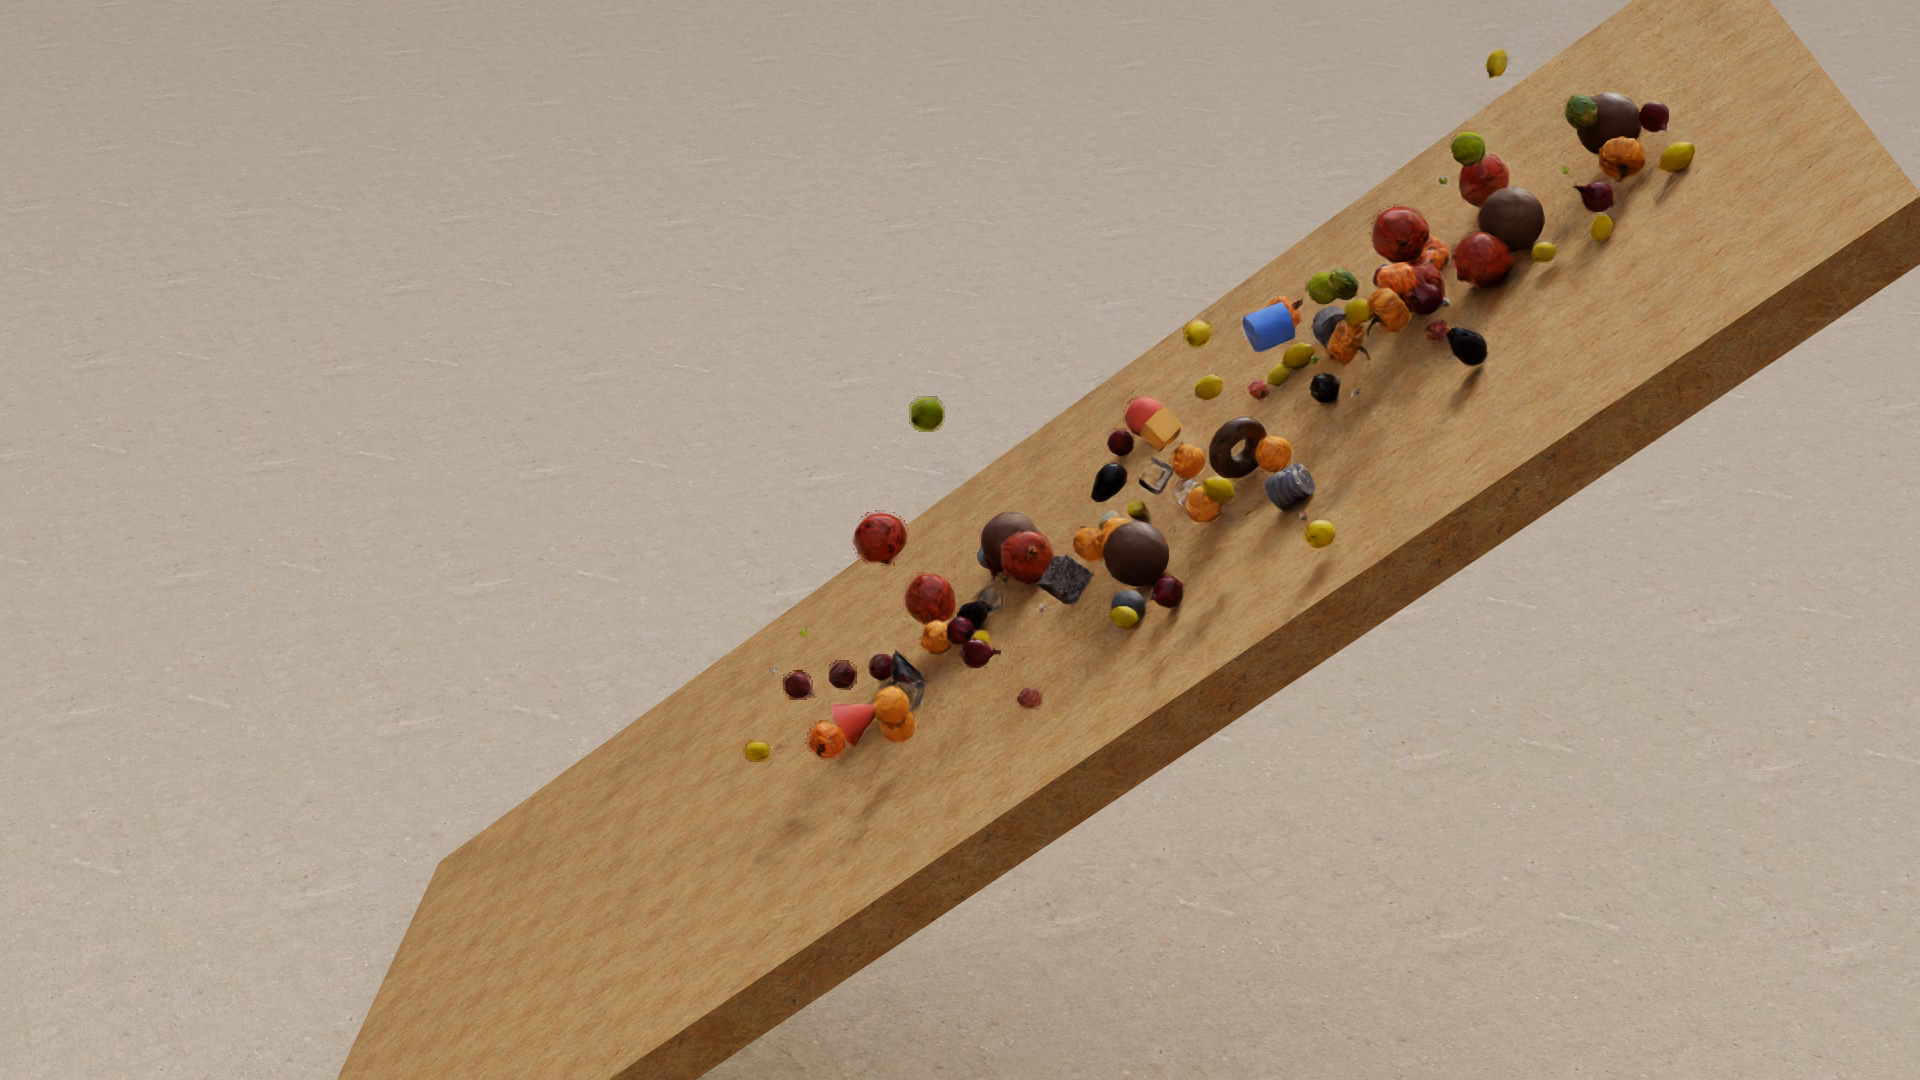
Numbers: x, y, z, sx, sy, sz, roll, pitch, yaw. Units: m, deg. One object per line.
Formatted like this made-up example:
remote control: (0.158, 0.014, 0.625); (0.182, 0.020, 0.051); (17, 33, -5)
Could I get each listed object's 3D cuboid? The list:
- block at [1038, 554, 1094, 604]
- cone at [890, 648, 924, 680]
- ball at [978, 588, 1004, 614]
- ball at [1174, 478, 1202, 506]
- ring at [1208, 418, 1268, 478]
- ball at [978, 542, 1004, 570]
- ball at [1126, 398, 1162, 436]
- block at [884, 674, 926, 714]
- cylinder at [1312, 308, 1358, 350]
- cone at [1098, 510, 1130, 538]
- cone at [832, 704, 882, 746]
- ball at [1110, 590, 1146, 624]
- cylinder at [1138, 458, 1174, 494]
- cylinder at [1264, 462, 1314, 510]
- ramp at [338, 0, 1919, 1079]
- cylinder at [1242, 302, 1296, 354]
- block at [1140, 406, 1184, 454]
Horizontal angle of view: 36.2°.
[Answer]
block: (0.210, 0.079, 5.863); (0.069, 0.069, 0.069); (35, -11, -13)
cone: (-0.126, 0.267, 6.261); (0.078, 0.078, 0.078); (-19, 10, 4)
ball: (0.066, 0.130, 6.323); (0.056, 0.056, 0.056); (0, 23, 0)
ball: (0.465, -0.097, 6.006); (0.058, 0.058, 0.058); (0, 23, 0)
ring: (0.556, -0.184, 5.883); (0.134, 0.134, 0.045); (-13, 33, -27)
ball: (0.068, 0.036, 6.569); (0.060, 0.060, 0.060); (0, 23, 0)
ball: (0.414, -0.273, 6.547); (0.090, 0.090, 0.090); (0, 23, 0)
block: (-0.114, 0.322, 6.129); (0.056, 0.056, 0.056); (21, 20, 19)
cylinder: (0.783, -0.440, 6.140); (0.081, 0.081, 0.081); (-3, 11, -7)
cone: (0.335, -0.025, 6.162); (0.064, 0.064, 0.064); (-20, 26, -38)
cone: (-0.205, 0.372, 6.248); (0.098, 0.098, 0.098); (-28, 22, 10)
ball: (0.326, 0.129, 5.696); (0.068, 0.068, 0.068); (0, 23, 0)
cylinder: (0.412, -0.133, 6.174); (0.055, 0.055, 0.055); (27, 19, -10)
cylinder: (0.630, -0.103, 5.615); (0.067, 0.067, 0.067); (-31, 5, 34)
ramp: (0.122, 0.184, 6.336); (4.000, 0.100, 2.000); (-36, 16, 18)
cylinder: (0.602, -0.414, 5.725); (0.077, 0.077, 0.077); (-23, 27, -5)
block: (0.413, -0.227, 6.034); (0.058, 0.058, 0.058); (-41, 80, -20)
